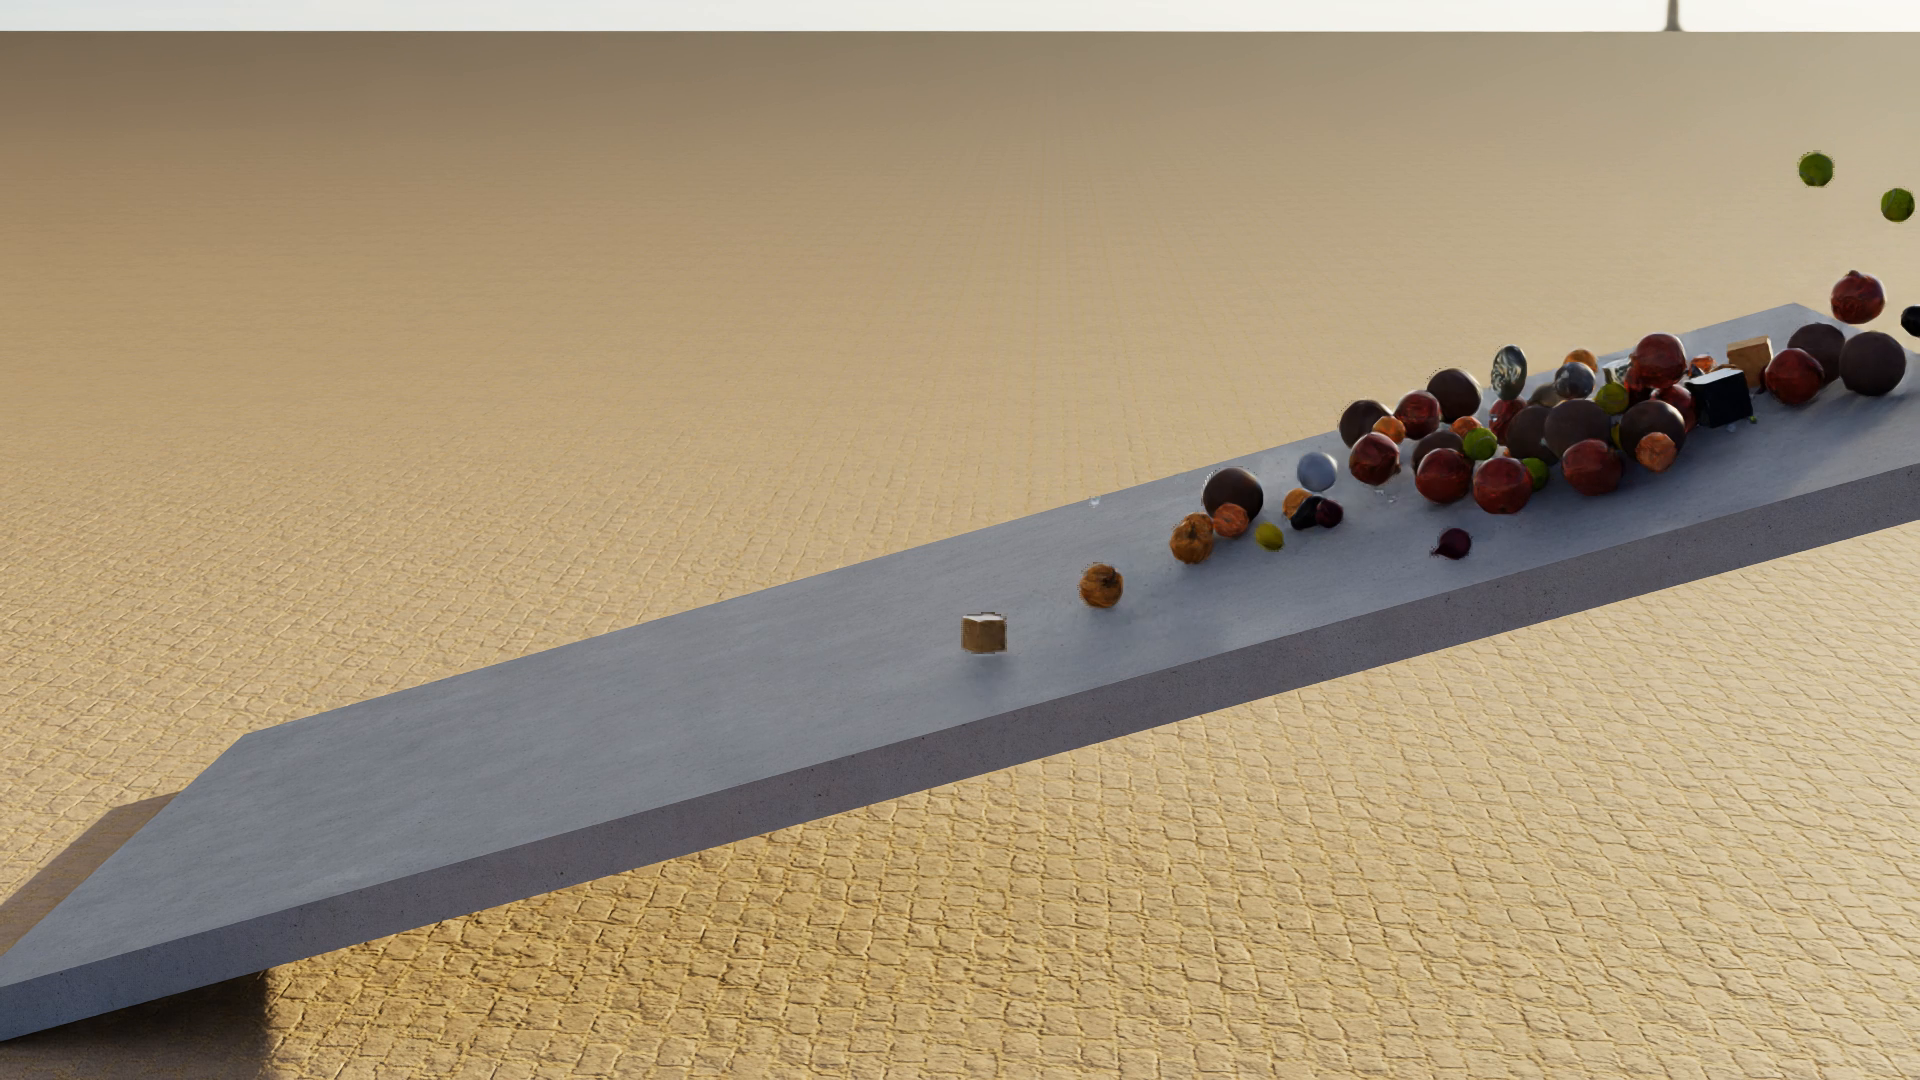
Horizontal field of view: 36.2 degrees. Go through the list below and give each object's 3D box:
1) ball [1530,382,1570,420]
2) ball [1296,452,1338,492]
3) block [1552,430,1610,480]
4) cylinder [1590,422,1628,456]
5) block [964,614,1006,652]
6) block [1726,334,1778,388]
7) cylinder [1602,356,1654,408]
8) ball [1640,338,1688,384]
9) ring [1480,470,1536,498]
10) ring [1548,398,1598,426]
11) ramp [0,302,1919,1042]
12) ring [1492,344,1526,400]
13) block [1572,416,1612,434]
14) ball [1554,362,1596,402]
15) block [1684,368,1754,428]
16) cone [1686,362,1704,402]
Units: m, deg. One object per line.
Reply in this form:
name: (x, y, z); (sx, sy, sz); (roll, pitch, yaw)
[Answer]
ball: (1.281, -0.301, 6.391); (0.084, 0.084, 0.084); (0, 11, 0)
ball: (0.745, -0.142, 6.134); (0.085, 0.085, 0.085); (0, 11, 0)
block: (1.241, -0.171, 5.880); (0.069, 0.069, 0.069); (-34, 12, -4)
cylinder: (1.322, -0.202, 6.003); (0.060, 0.060, 0.060); (-17, 13, -5)
block: (0.048, 0.184, 5.794); (0.062, 0.062, 0.062); (-5, 9, -29)
block: (1.699, -0.381, 6.307); (0.087, 0.087, 0.087); (-13, 10, 20)
cylinder: (1.472, -0.348, 6.482); (0.091, 0.091, 0.091); (-16, 10, 3)
ball: (1.467, -0.373, 6.136); (0.097, 0.097, 0.097); (0, 11, 0)
ring: (1.104, -0.114, 5.928); (0.116, 0.039, 0.116); (-13, 10, 2)
ring: (1.347, -0.283, 6.482); (0.118, 0.039, 0.118); (-16, 8, 2)
ramp: (0.088, 0.188, 6.322); (4.000, 0.100, 2.000); (-16, 10, 5)
ring: (1.174, -0.358, 6.286); (0.041, 0.122, 0.122); (4, 9, -13)
block: (1.316, -0.218, 6.105); (0.058, 0.058, 0.058); (-22, 11, -34)
ball: (1.252, -0.322, 5.991); (0.083, 0.083, 0.083); (0, 11, 0)
block: (1.553, -0.291, 6.021); (0.093, 0.093, 0.093); (-17, 10, -6)
cone: (1.578, -0.344, 6.286); (0.079, 0.079, 0.079); (-18, -1, 0)
